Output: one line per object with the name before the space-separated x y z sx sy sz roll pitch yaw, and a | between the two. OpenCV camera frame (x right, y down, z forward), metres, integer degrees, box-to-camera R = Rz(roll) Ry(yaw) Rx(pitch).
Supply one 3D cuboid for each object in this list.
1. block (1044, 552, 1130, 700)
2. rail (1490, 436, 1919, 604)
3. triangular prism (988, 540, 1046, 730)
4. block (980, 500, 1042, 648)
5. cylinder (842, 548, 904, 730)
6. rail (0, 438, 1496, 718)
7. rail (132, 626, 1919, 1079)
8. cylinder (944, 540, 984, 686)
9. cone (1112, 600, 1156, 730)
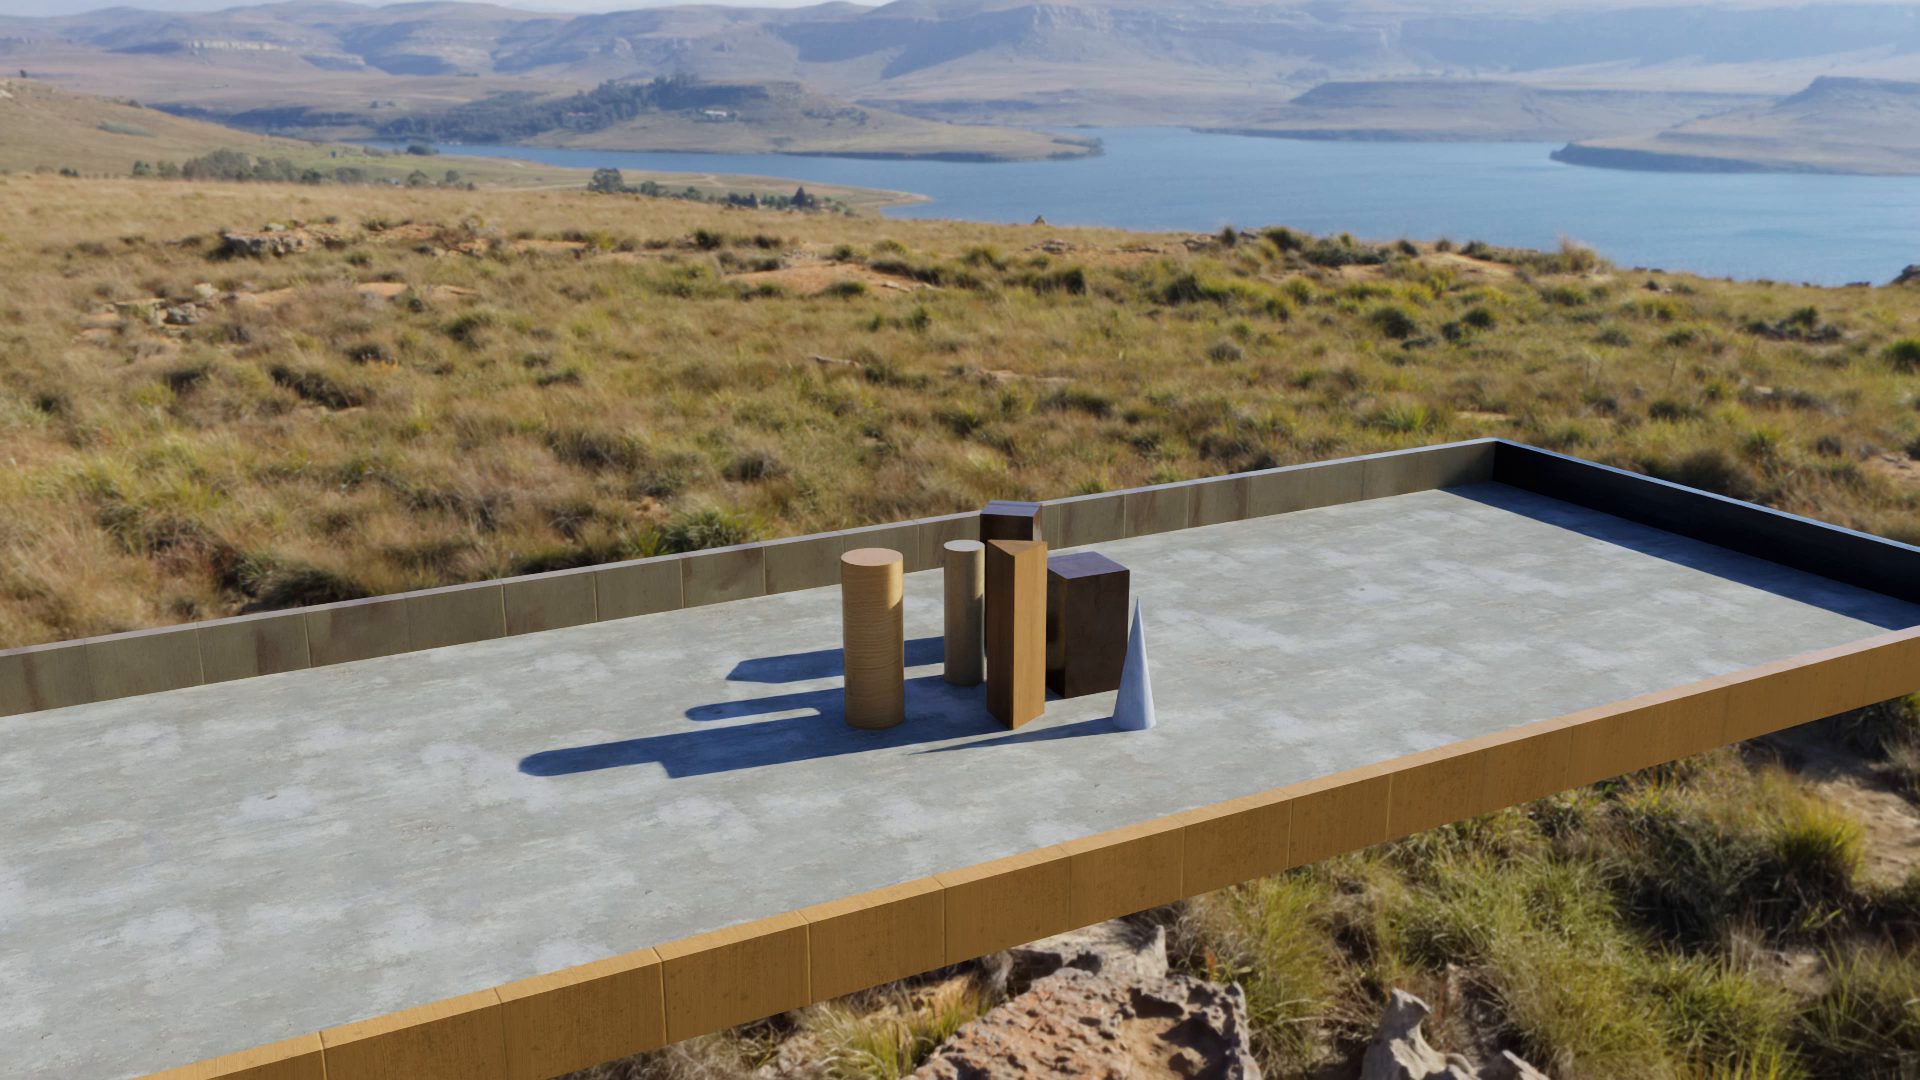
block | 0.297 0.208 4.099 0.175 0.308 0.175 -8 18 -24
rail | 2.466 -0.048 5.253 0.050 0.150 2.100 -9 18 -27
triangular prism | 0.113 0.214 3.872 0.119 0.426 0.137 12 20 35
block | 0.135 0.093 4.382 0.141 0.369 0.141 4 17 12
cylinder | -0.203 0.231 3.855 0.142 0.402 0.142 0 16 0
rail | -3.305 0.497 3.399 12.000 0.150 0.050 -9 18 -27
rail | -2.336 1.006 1.665 12.000 0.150 0.050 -9 18 -27
cylinder | 0.010 0.182 4.110 0.101 0.352 0.101 0 16 0
cone | 0.411 0.278 3.850 0.103 0.316 0.103 0 16 0
